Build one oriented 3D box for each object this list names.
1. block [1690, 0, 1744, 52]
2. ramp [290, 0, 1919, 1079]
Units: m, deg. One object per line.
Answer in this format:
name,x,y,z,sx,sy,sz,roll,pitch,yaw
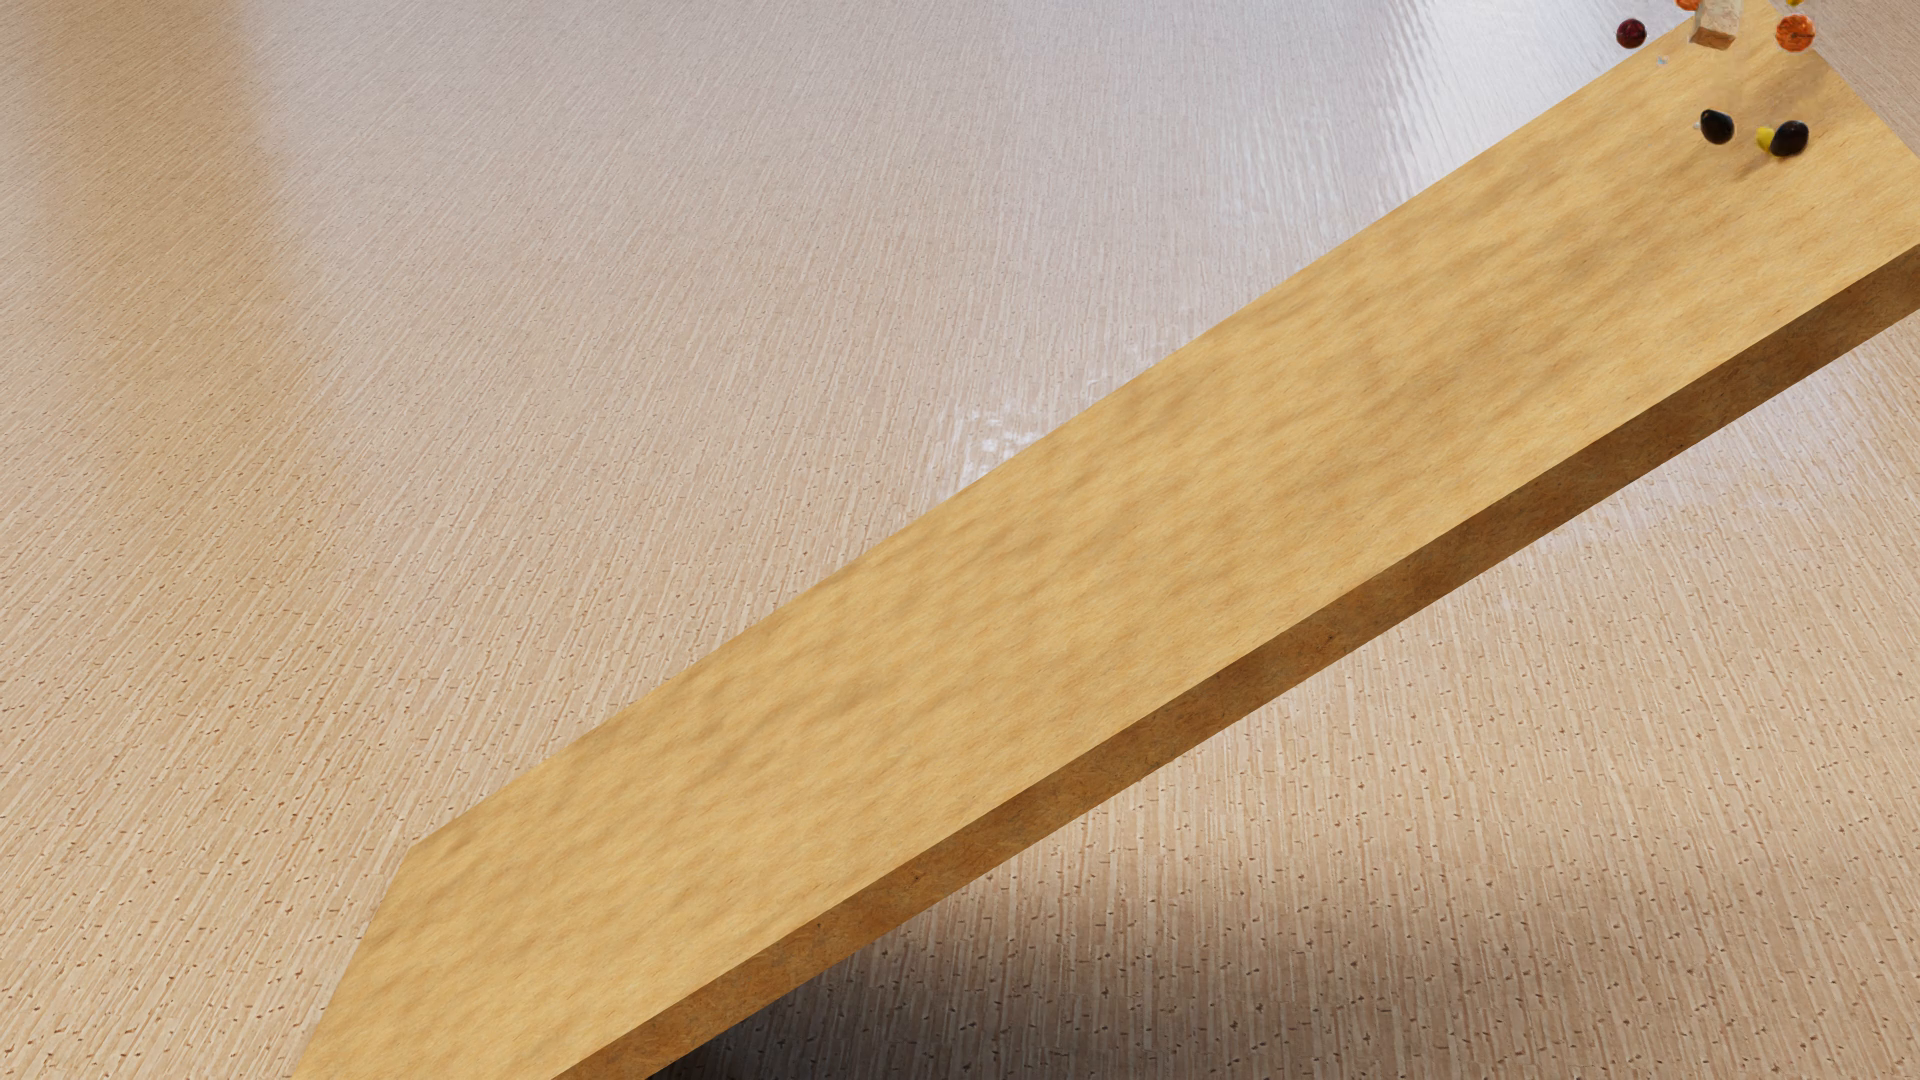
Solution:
block,1.419,-0.971,5.517,0.071,0.071,0.071,15,-14,1
ramp,0.134,0.175,6.309,4.000,0.100,2.000,-33,16,15
